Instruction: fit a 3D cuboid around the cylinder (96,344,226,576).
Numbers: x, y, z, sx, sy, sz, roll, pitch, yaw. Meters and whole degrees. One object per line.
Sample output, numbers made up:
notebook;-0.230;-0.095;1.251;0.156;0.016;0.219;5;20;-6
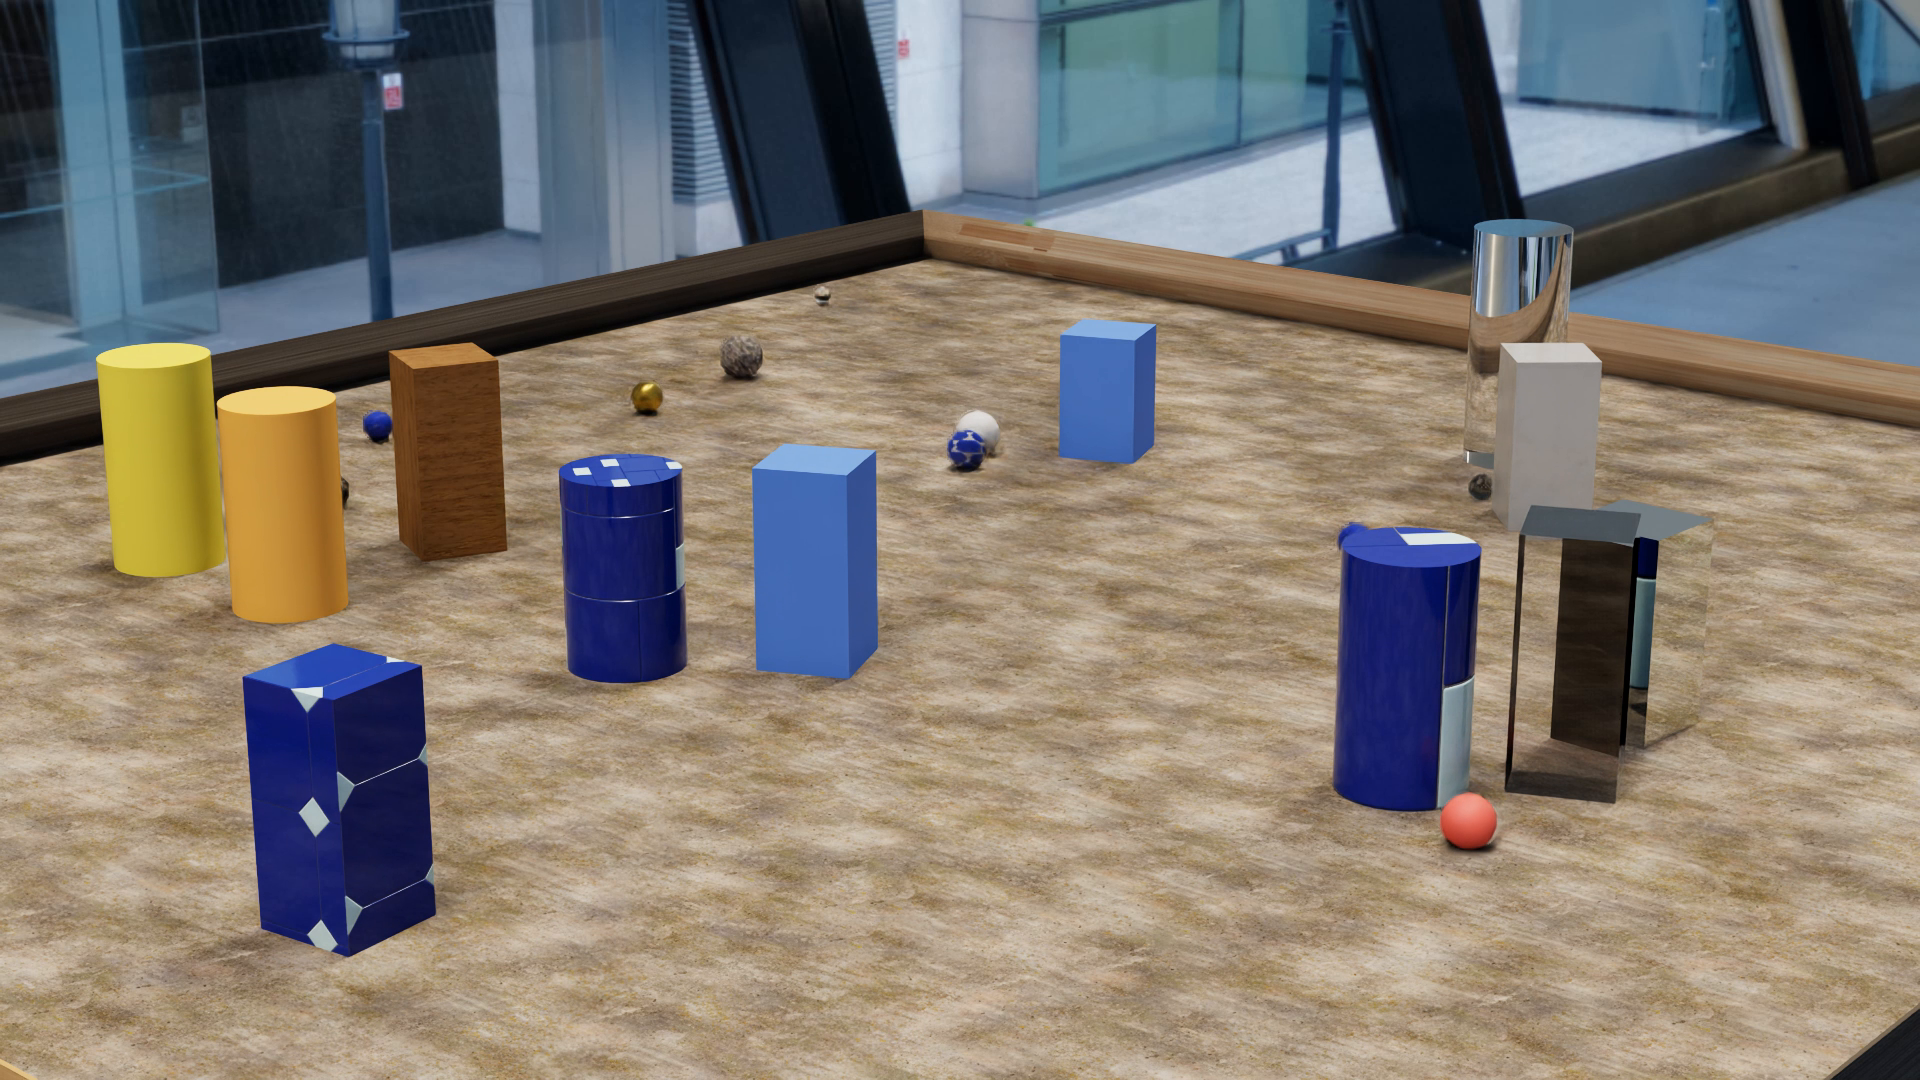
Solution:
cylinder;-1.435;-0.145;5.272;0.197;0.382;0.197;0;17;0

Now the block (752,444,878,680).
block;-0.233;0.033;4.754;0.157;0.340;0.157;5;17;15

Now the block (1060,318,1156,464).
block;0.304;-0.307;6.024;0.157;0.257;0.157;6;18;19

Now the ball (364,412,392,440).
ball;-1.218;-0.240;6.142;0.061;0.061;0.061;0;17;0

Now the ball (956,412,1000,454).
ball;0.036;-0.219;6.019;0.091;0.091;0.091;0;17;0

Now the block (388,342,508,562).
block;-0.937;-0.163;5.368;0.157;0.359;0.157;-8;19;-25

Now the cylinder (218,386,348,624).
cylinder;-1.159;-0.062;5.024;0.197;0.365;0.197;0;17;0

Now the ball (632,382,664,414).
ball;-0.679;-0.310;6.360;0.069;0.069;0.069;0;17;0

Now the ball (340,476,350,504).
ball;-1.210;-0.095;5.652;0.066;0.066;0.066;0;17;0

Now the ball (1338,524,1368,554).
ball;0.718;0.005;5.318;0.067;0.067;0.067;0;17;0

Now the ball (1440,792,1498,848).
ball;0.701;0.387;4.036;0.076;0.076;0.076;0;17;0

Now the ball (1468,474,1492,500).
ball;1.015;-0.103;5.706;0.050;0.050;0.050;0;17;0

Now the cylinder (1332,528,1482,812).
cylinder;0.640;0.184;4.208;0.197;0.365;0.197;0;17;0

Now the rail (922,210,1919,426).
rail;1.438;-0.446;6.705;4.119;0.128;0.045;14;22;39

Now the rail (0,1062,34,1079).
rail;-1.438;0.510;3.534;4.119;0.128;0.045;14;22;39

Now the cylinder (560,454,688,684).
cylinder;-0.543;0.044;4.737;0.197;0.327;0.197;0;17;0

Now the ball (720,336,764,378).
ball;-0.496;-0.416;6.659;0.098;0.098;0.098;0;17;0

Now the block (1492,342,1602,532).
block;1.105;-0.195;5.534;0.157;0.326;0.157;0;17;-1

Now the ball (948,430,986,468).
ball;0.014;-0.183;5.923;0.078;0.078;0.078;0;17;0

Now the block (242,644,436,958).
block;-0.793;0.331;3.757;0.157;0.344;0.157;11;20;32

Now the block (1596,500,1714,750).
block;1.026;0.126;4.466;0.157;0.328;0.157;15;23;41

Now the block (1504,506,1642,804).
block;0.885;0.163;4.236;0.157;0.389;0.157;5;17;16

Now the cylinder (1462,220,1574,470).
cylinder;1.128;-0.395;5.935;0.197;0.478;0.197;0;17;0

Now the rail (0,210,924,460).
rail;-1.537;-0.353;6.398;0.045;0.128;4.434;14;22;39

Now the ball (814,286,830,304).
ball;-0.349;-0.622;7.440;0.042;0.042;0.042;0;17;0

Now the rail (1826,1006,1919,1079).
rail;1.537;0.417;3.842;0.045;0.128;4.434;14;22;39
